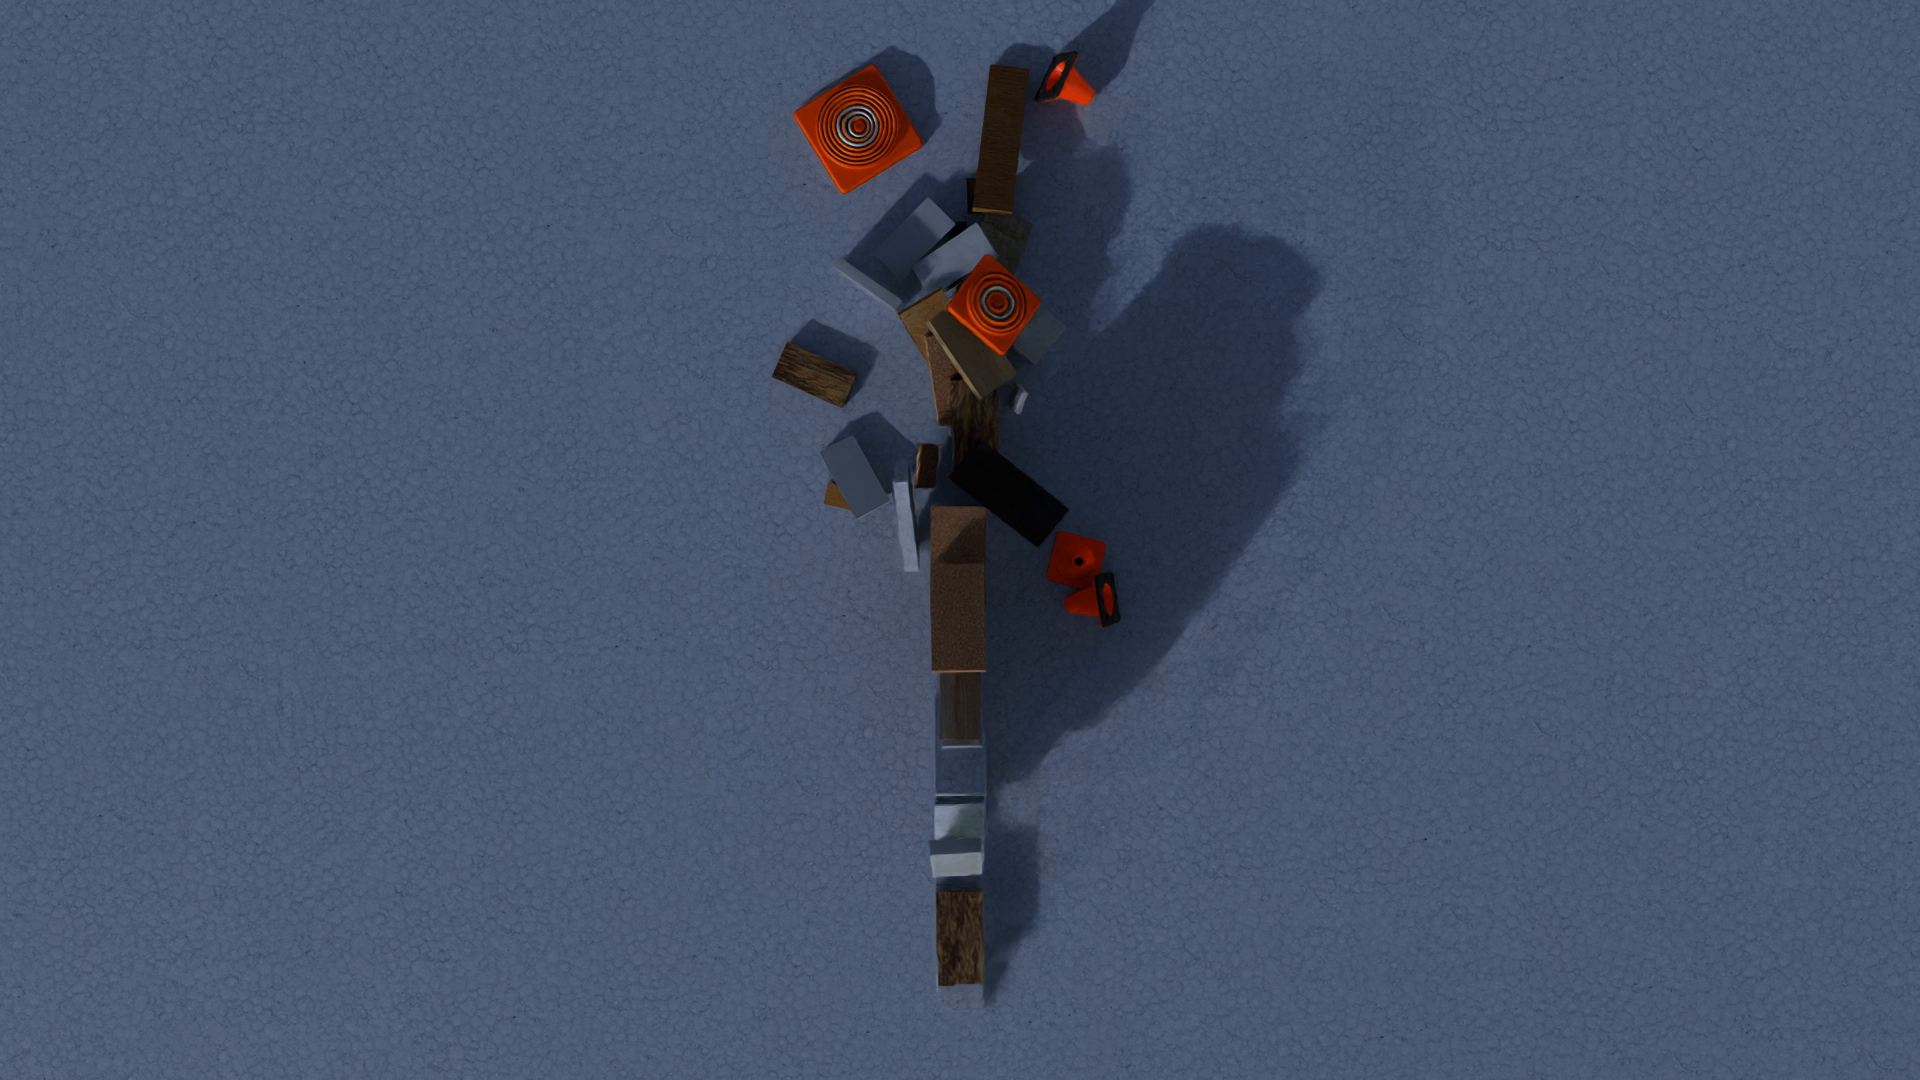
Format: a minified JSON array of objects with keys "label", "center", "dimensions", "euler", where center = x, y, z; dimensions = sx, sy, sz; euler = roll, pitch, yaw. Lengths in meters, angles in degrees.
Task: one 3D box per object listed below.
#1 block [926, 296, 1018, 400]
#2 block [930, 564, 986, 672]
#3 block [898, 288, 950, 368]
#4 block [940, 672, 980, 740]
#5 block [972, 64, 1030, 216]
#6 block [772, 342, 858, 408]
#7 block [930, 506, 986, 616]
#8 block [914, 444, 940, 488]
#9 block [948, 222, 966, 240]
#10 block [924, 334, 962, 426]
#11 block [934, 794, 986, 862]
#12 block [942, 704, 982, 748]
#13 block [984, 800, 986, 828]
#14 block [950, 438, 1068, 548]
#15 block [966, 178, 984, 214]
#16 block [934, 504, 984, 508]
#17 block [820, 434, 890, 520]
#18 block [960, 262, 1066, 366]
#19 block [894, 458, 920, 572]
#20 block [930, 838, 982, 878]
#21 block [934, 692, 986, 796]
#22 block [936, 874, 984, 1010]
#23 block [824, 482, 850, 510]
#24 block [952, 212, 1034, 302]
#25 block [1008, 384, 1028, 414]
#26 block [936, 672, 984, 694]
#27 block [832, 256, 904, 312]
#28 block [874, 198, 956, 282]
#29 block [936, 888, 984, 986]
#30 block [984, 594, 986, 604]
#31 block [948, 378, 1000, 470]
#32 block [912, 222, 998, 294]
[{"label":"block","center":[0.038,-0.619,5.334],"dimensions":[0.150,0.043,0.301],"euler":[-37,97,-18]},{"label":"block","center":[-0.006,0.238,5.035],"dimensions":[0.164,0.046,0.328],"euler":[-1,78,0]},{"label":"block","center":[-0.052,-0.645,5.426],"dimensions":[0.163,0.046,0.326],"euler":[-31,109,0]},{"label":"block","center":[0.000,0.487,5.037],"dimensions":[0.122,0.034,0.243],"euler":[1,83,0]},{"label":"block","center":[0.135,-1.320,5.442],"dimensions":[0.130,0.037,0.500],"euler":[7,81,0]},{"label":"block","center":[-0.483,-0.547,5.482],"dimensions":[0.254,0.036,0.127],"euler":[24,90,0]},{"label":"block","center":[-0.006,0.067,5.132],"dimensions":[0.170,0.048,0.340],"euler":[1,90,0]},{"label":"block","center":[-0.110,-0.245,5.455],"dimensions":[0.072,0.021,0.145],"euler":[-3,105,-38]},{"label":"block","center":[-0.009,-1.001,5.492],"dimensions":[0.058,0.016,0.116],"euler":[2,90,0]},{"label":"block","center":[-0.018,-0.534,5.417],"dimensions":[0.150,0.043,0.301],"euler":[-11,107,-7]},{"label":"block","center":[-0.002,0.911,5.205],"dimensions":[0.156,0.336,0.044],"euler":[-3,47,-3]},{"label":"block","center":[0.004,0.493,5.097],"dimensions":[0.122,0.034,0.295],"euler":[-1,72,0]},{"label":"block","center":[0.003,0.869,5.293],"dimensions":[0.153,0.305,0.043],"euler":[-4,65,-1]},{"label":"block","center":[0.162,-0.153,5.432],"dimensions":[0.373,0.046,0.164],"euler":[38,96,-11]},{"label":"block","center":[0.053,-1.146,5.492],"dimensions":[0.058,0.016,0.116],"euler":[-2,90,0]},{"label":"block","center":[-0.004,-0.069,5.328],"dimensions":[0.170,0.340,0.048],"euler":[2,97,0]},{"label":"block","center":[-0.349,-0.207,5.466],"dimensions":[0.127,0.036,0.254],"euler":[-29,85,-5]},{"label":"block","center":[0.173,-0.746,5.440],"dimensions":[0.326,0.046,0.163],"euler":[40,86,-11]},{"label":"block","center":[-0.173,-0.080,5.348],"dimensions":[0.046,0.164,0.328],"euler":[-5,119,2]},{"label":"block","center":[-0.012,0.991,5.140],"dimensions":[0.156,0.311,0.044],"euler":[-4,66,0]},{"label":"block","center":[0.001,0.630,5.098],"dimensions":[0.156,0.044,0.311],"euler":[-1,74,0]},{"label":"block","center":[-0.001,1.325,5.478],"dimensions":[0.153,0.043,0.462],"euler":[-1,90,0]},{"label":"block","center":[-0.375,-0.139,5.490],"dimensions":[0.145,0.021,0.072],"euler":[13,90,0]},{"label":"block","center":[0.107,-0.922,5.462],"dimensions":[0.163,0.046,0.326],"euler":[21,90,-11]},{"label":"block","center":[0.190,-0.466,5.421],"dimensions":[0.021,0.145,0.072],"euler":[17,104,-12]},{"label":"block","center":[0.000,0.358,5.181],"dimensions":[0.147,0.042,0.294],"euler":[0,92,0]},{"label":"block","center":[-0.301,-0.840,5.436],"dimensions":[0.254,0.127,0.036],"euler":[35,92,0]},{"label":"block","center":[-0.150,-0.998,5.472],"dimensions":[0.260,0.037,0.130],"euler":[-45,88,3]},{"label":"block","center":[0.000,1.307,5.434],"dimensions":[0.153,0.043,0.305],"euler":[-1,90,-1]},{"label":"block","center":[-0.004,0.155,5.328],"dimensions":[0.170,0.340,0.048],"euler":[0,97,0]},{"label":"block","center":[0.048,-0.385,5.426],"dimensions":[0.150,0.043,0.301],"euler":[-5,106,-9]},{"label":"block","center":[-0.017,-0.914,5.417],"dimensions":[0.260,0.037,0.130],"euler":[-33,76,11]}]
